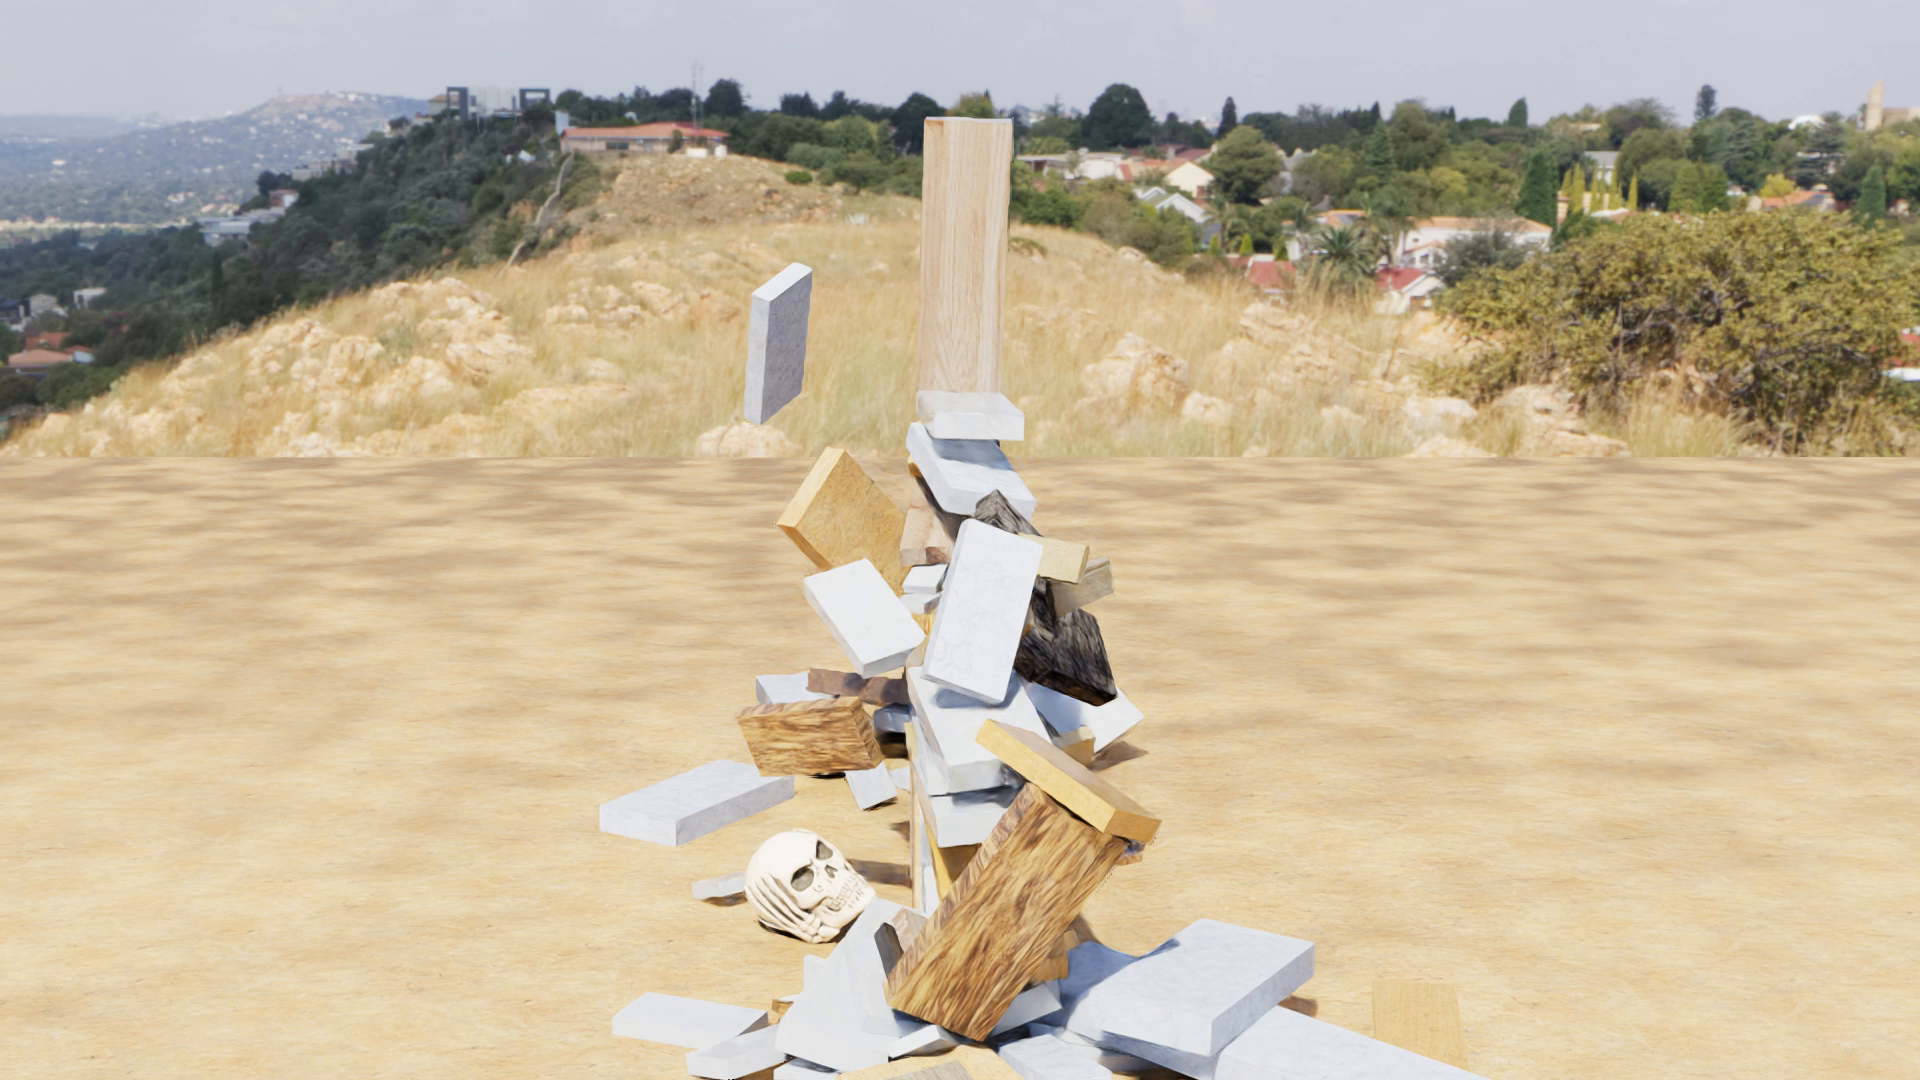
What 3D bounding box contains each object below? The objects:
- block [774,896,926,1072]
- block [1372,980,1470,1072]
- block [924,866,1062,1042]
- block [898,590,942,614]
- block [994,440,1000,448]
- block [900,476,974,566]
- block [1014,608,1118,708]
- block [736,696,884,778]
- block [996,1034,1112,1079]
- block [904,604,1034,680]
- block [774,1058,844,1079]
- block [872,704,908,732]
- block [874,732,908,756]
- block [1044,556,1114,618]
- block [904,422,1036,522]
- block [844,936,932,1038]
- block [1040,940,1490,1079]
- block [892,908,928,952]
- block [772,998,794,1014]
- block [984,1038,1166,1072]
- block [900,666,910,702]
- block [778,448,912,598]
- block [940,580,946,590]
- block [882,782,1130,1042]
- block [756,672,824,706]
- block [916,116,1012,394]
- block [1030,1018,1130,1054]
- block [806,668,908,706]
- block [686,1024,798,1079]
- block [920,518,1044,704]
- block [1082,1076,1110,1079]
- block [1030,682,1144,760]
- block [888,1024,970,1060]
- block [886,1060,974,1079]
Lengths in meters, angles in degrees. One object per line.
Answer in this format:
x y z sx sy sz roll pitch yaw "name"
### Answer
-0.115 0.625 3.102 0.151 0.043 0.469 16 14 10 "block"
0.591 0.741 2.766 0.117 0.033 0.896 2 11 9 "block"
0.042 0.558 3.109 0.174 0.049 0.348 -25 28 12 "block"
-0.063 0.098 3.527 0.057 0.016 0.113 3 10 20 "block"
0.004 -0.147 3.954 0.130 0.283 0.037 9 -35 -9 "block"
-0.032 -0.045 3.701 0.107 0.030 0.305 -5 27 7 "block"
0.139 0.159 3.491 0.042 0.149 0.298 -29 -31 26 "block"
-0.237 0.310 3.459 0.226 0.113 0.032 -8 22 34 "block"
0.121 0.693 2.895 0.083 0.024 0.166 -4 7 -26 "block"
0.012 0.149 3.191 0.113 0.032 0.226 3 -26 -21 "block"
-0.140 0.719 2.897 0.194 0.028 0.097 8 13 36 "block"
-0.033 0.375 4.449 0.261 0.037 0.130 7 2 15 "block"
-0.171 0.419 4.524 0.169 0.024 0.085 1 11 6 "block"
0.184 0.072 3.389 0.116 0.058 0.016 -21 23 -32 "block"
0.014 -0.112 3.622 0.146 0.041 0.292 9 21 -18 "block"
-0.102 0.613 3.017 0.090 0.025 0.228 11 14 -12 "block"
0.391 0.669 2.892 0.727 0.049 0.174 11 15 42 "block"
-0.032 0.576 2.999 0.090 0.025 0.179 29 14 -23 "block"
-0.190 0.666 3.102 0.144 0.015 0.052 10 -7 -15 "block"
0.152 0.703 3.003 0.260 0.021 0.076 -2 11 -8 "block"
-0.048 0.109 4.075 0.027 0.407 0.097 28 33 36 "block"
-0.162 0.025 4.054 0.050 0.176 0.406 9 -30 44 "block"
-0.027 0.043 3.622 0.057 0.016 0.113 0 33 8 "block"
0.057 0.483 2.830 0.149 0.351 0.042 26 20 -22 "block"
-0.331 0.357 4.789 0.175 0.050 0.351 -3 11 -13 "block"
0.006 -0.484 3.757 0.146 0.466 0.041 2 19 1 "block"
0.180 0.674 3.038 0.151 0.021 0.076 5 12 21 "block"
-0.074 0.327 4.561 0.456 0.050 0.175 7 -8 15 "block"
-0.264 0.690 2.991 0.194 0.028 0.097 -9 0 -41 "block"
0.031 0.099 3.067 0.117 0.233 0.033 21 -18 -17 "block"
0.182 0.735 2.696 0.070 0.020 0.217 -3 24 -14 "block"
0.186 0.281 4.418 0.176 0.050 0.351 -32 71 -31 "block"
-0.038 0.673 2.912 0.070 0.020 0.139 -25 -26 10 "block"
0.010 0.732 2.639 0.117 0.033 0.293 -9 25 -25 "block"
